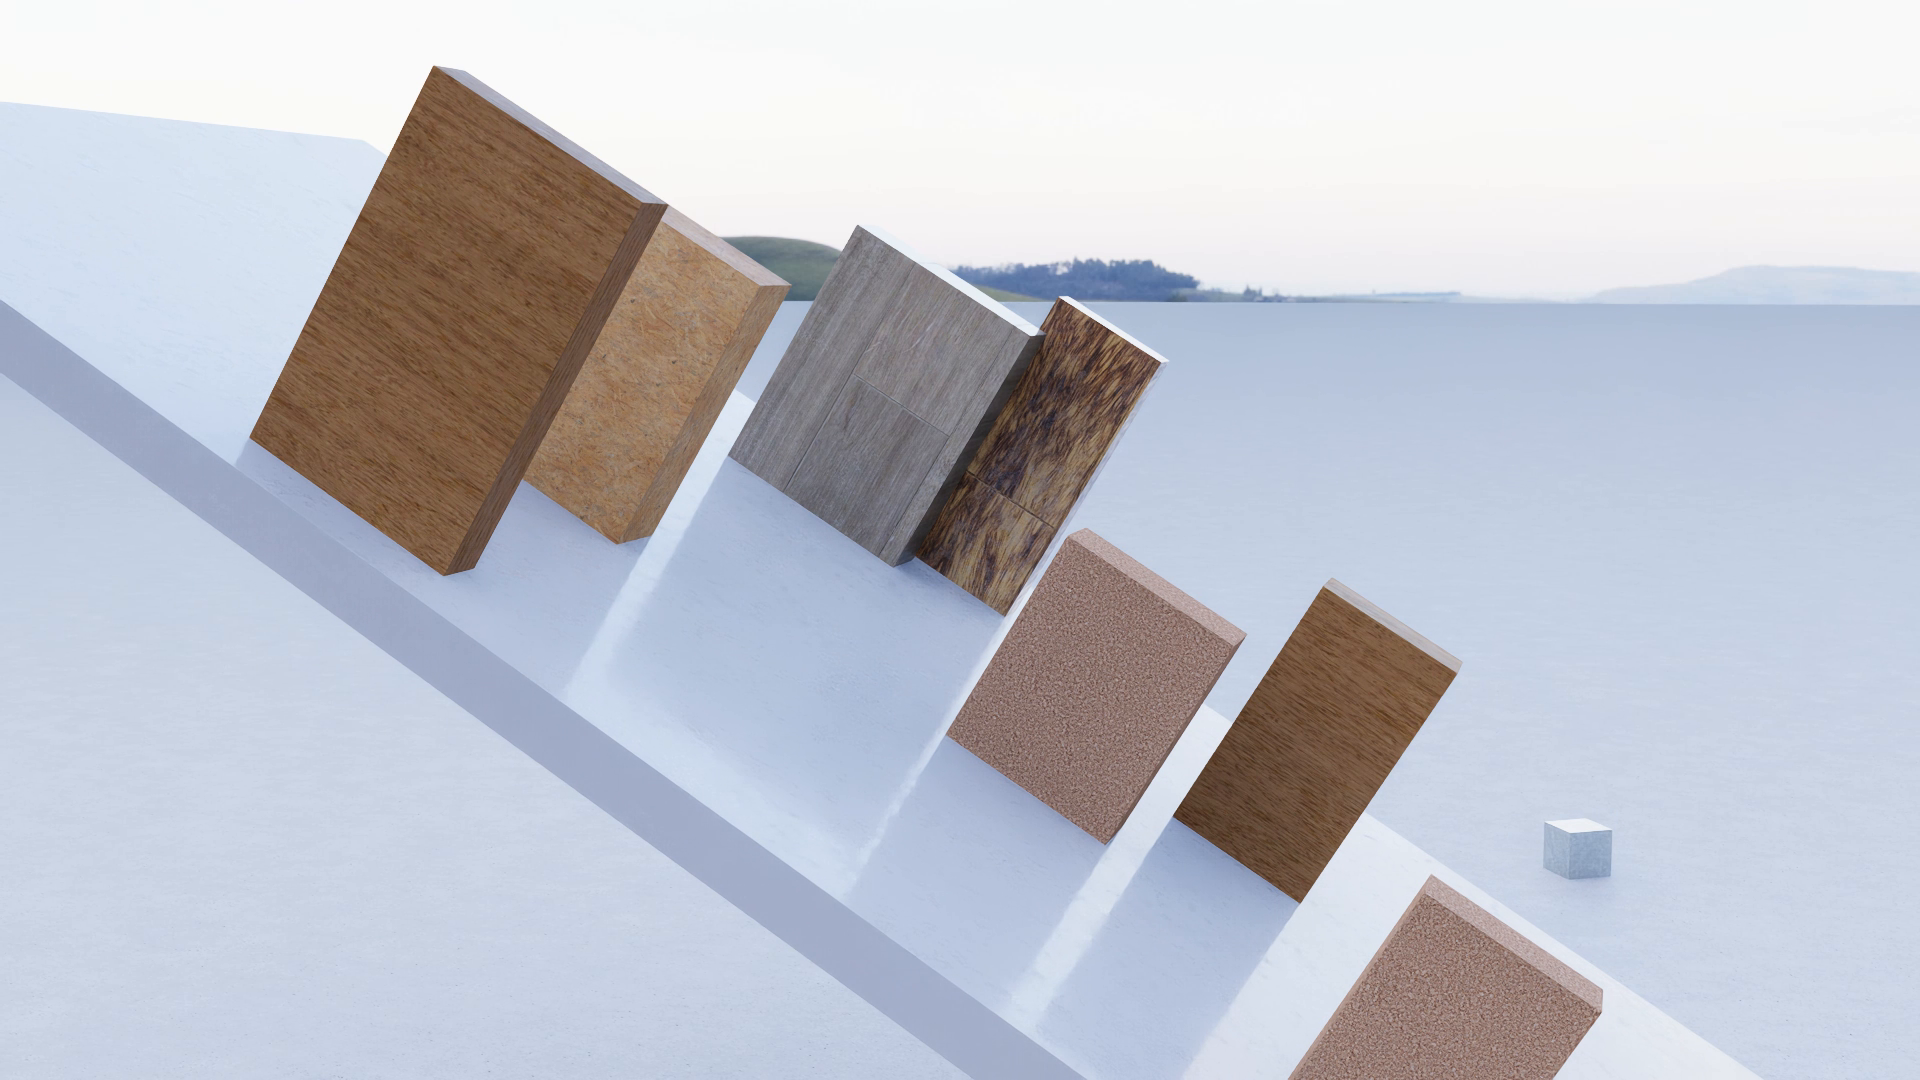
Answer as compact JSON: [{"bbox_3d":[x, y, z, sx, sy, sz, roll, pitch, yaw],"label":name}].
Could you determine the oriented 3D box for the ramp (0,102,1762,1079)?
[{"bbox_3d":[-0.159,0.263,4.115,4.000,0.100,2.000,34,15,11],"label":"ramp"}]

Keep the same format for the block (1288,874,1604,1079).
[{"bbox_3d":[0.704,0.748,3.238,0.294,0.401,0.106,34,15,11],"label":"block"}]

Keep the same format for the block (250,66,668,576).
[{"bbox_3d":[-0.772,-0.330,3.356,0.394,0.658,0.093,34,15,11],"label":"block"}]

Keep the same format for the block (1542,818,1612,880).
[{"bbox_3d":[1.914,0.957,6.818,0.147,0.147,0.147,-2,7,-16],"label":"block"}]

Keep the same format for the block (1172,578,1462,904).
[{"bbox_3d":[0.670,0.375,4.135,0.288,0.530,0.127,34,15,11],"label":"block"}]

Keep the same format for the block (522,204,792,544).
[{"bbox_3d":[-0.566,-0.298,3.903,0.283,0.532,0.147,34,15,11],"label":"block"}]

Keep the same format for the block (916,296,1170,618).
[{"bbox_3d":[0.164,-0.177,4.718,0.260,0.646,0.082,34,15,11],"label":"block"}]

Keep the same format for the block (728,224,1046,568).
[{"bbox_3d":[-0.158,-0.306,4.653,0.438,0.572,0.132,34,15,11],"label":"block"}]

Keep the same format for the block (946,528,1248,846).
[{"bbox_3d":[0.240,0.255,3.886,0.344,0.426,0.134,34,15,11],"label":"block"}]
